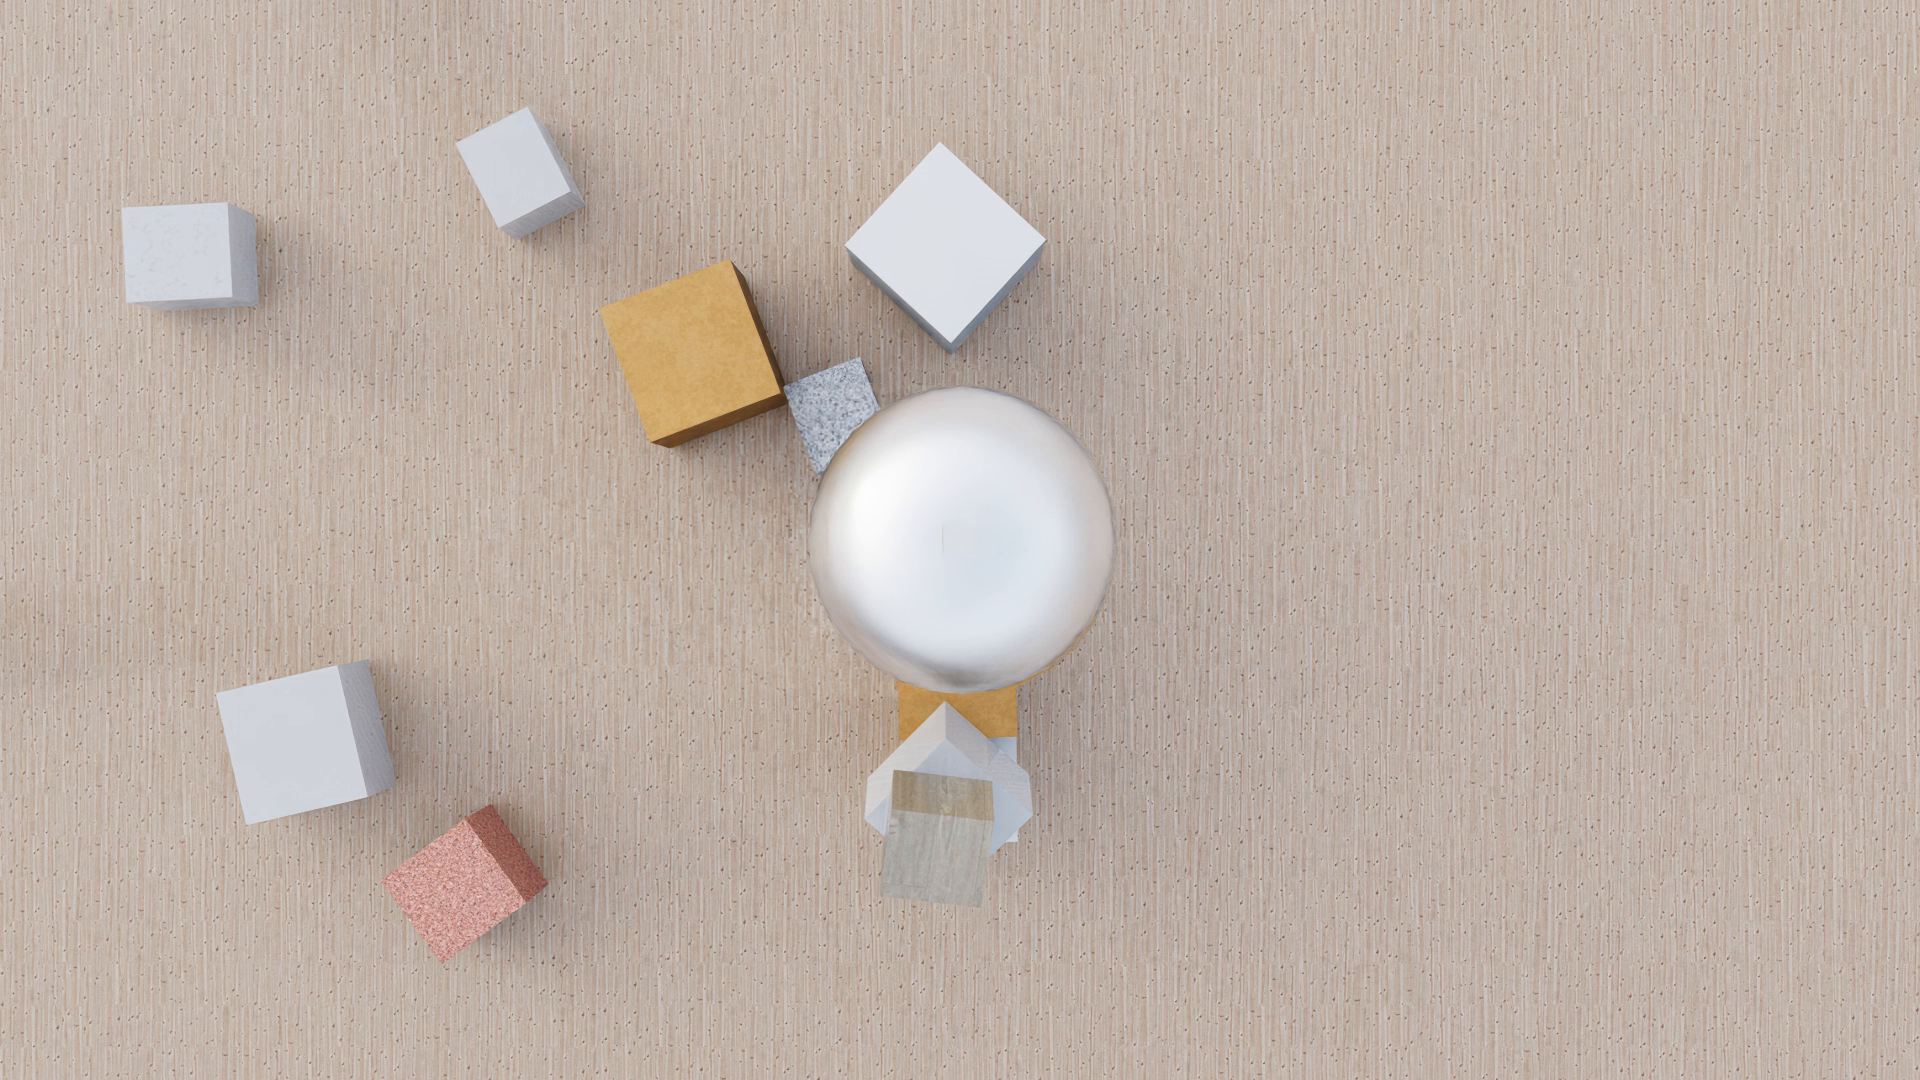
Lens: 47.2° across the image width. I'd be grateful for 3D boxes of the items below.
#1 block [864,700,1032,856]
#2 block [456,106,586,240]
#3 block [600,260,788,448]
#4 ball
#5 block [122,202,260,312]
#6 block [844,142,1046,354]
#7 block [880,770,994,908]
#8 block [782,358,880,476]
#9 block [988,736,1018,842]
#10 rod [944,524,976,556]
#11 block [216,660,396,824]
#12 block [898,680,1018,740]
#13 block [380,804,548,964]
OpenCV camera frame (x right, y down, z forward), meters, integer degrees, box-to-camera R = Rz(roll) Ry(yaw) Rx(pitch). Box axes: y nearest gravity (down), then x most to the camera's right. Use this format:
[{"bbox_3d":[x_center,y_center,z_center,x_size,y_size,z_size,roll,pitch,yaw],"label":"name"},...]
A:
[{"bbox_3d":[-0.063,1.409,12.103,0.646,0.562,0.636,42,102,-12],"label":"block"},{"bbox_3d":[-2.537,-2.116,12.741,0.460,0.518,0.539,-27,90,0],"label":"block"},{"bbox_3d":[-1.494,-1.048,12.581,0.773,0.838,0.793,-21,90,0],"label":"block"},{"bbox_3d":[0.012,0.000,11.416,1.600,1.600,1.600,0,90,0],"label":"ball"},{"bbox_3d":[-4.459,-1.638,12.761,0.603,0.478,0.539,-3,90,0],"label":"block"},{"bbox_3d":[-0.081,-1.649,12.591,0.800,0.818,0.778,43,90,0],"label":"block"},{"bbox_3d":[-0.122,1.568,11.583,0.531,0.524,0.493,7,107,-3],"label":"block"},{"bbox_3d":[-0.696,-0.711,12.762,0.470,0.477,0.532,-21,90,0],"label":"block"},{"bbox_3d":[0.015,1.418,12.745,0.618,0.509,0.598,-1,90,0],"label":"block"},{"bbox_3d":[0.005,0.000,8.016,0.080,5.200,0.080,0,90,0],"label":"rod"},{"bbox_3d":[-3.758,1.154,12.684,0.701,0.632,0.761,-13,90,0],"label":"block"},{"bbox_3d":[-0.019,0.764,12.654,0.660,0.692,0.696,-2,90,0],"label":"block"},{"bbox_3d":[-2.839,1.970,12.661,0.587,0.677,0.585,-36,90,0],"label":"block"}]
